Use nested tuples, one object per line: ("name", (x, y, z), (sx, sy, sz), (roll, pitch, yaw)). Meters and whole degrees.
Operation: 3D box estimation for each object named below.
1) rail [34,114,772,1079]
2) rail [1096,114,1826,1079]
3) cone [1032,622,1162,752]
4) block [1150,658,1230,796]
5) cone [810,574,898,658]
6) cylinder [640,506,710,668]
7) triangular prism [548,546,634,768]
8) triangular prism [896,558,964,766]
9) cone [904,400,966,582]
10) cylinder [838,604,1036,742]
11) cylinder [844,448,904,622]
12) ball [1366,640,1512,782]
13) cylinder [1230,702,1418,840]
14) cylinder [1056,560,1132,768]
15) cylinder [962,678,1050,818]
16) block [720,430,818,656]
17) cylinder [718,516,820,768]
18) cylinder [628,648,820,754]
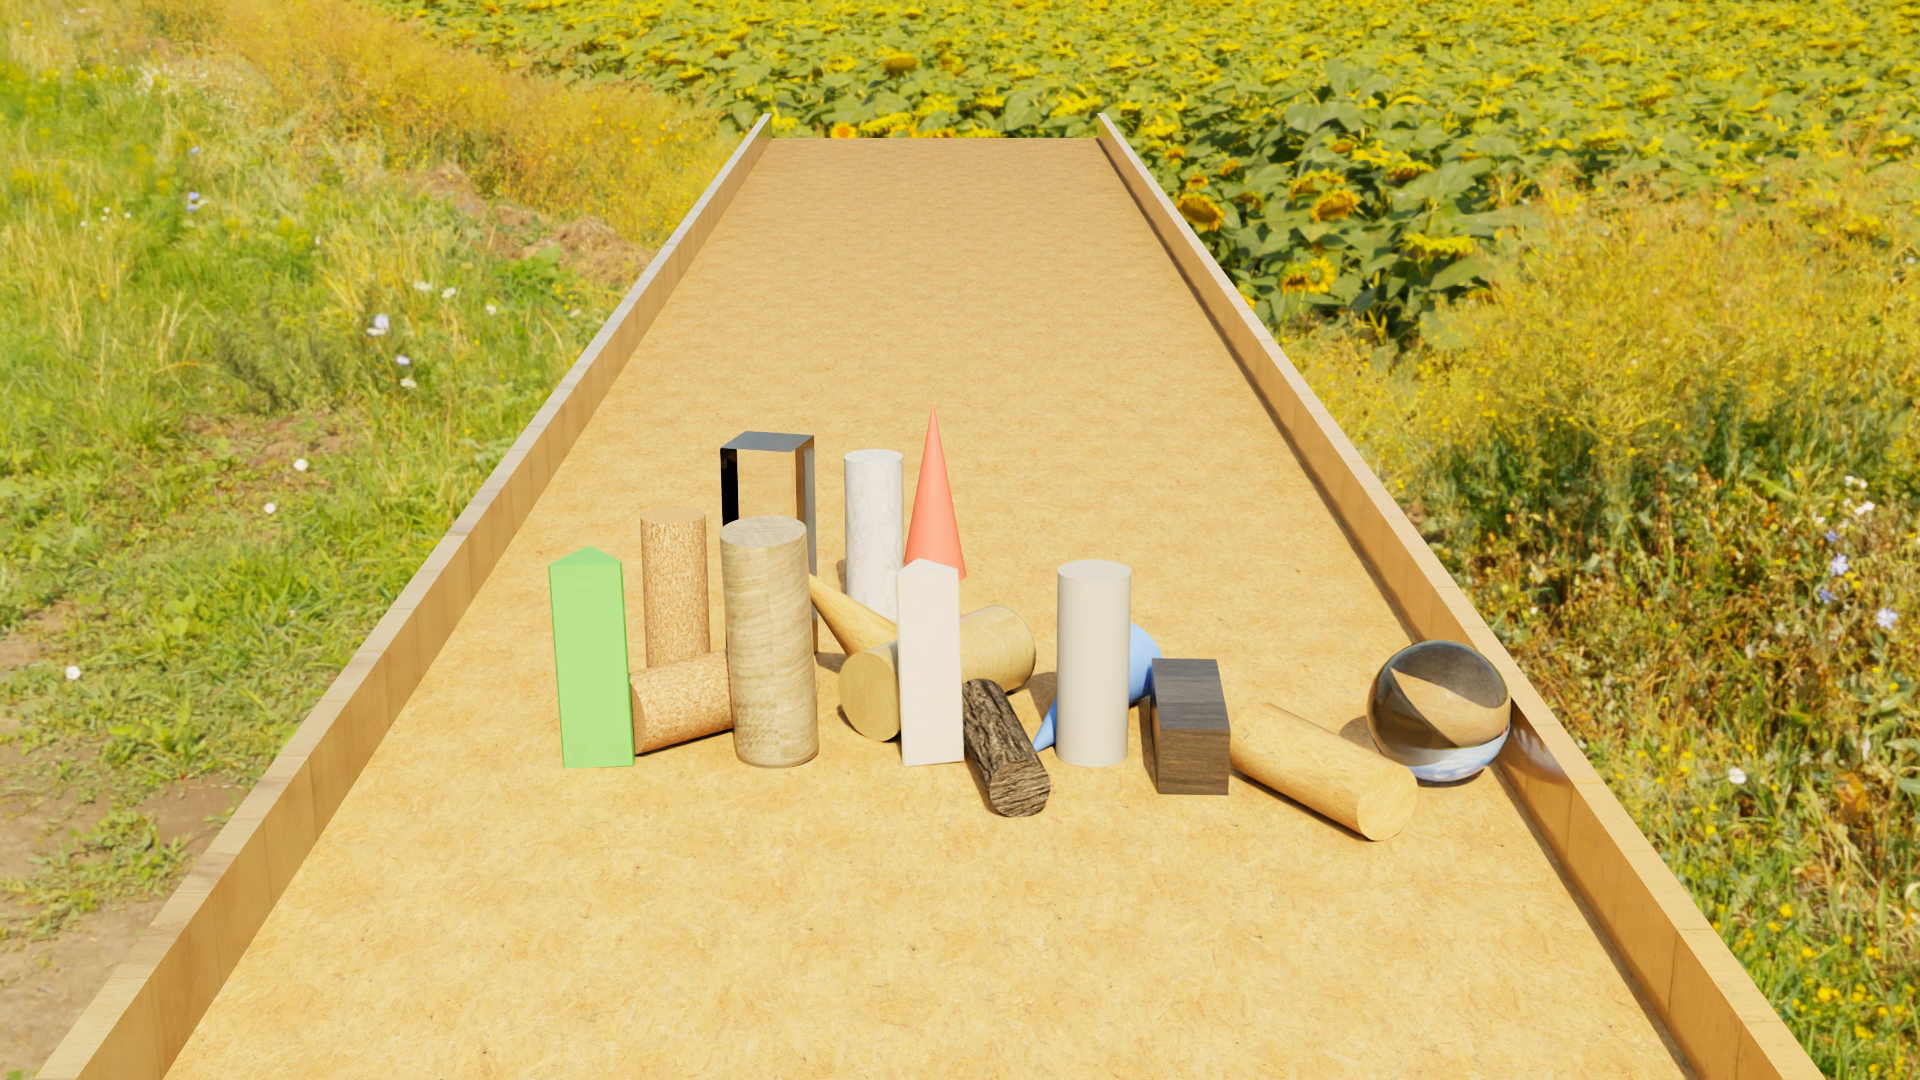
("rail", (-1.118, -0.838, 7.780), (0.050, 0.150, 12.000), (0, 17, -1))
("rail", (0.932, -0.844, 7.801), (0.050, 0.150, 12.000), (0, 17, -1))
("cone", (0.213, 0.307, 4.048), (0.172, 0.172, 0.371), (11, 33, 32))
("block", (0.406, 0.328, 3.914), (0.120, 0.120, 0.358), (1, 17, 2))
("cone", (-0.235, 0.133, 4.195), (0.134, 0.330, 0.134), (-30, 33, 23))
("cylinder", (-0.529, 0.136, 4.105), (0.120, 0.379, 0.120), (0, 17, 0))
("triangular prism", (-0.645, 0.205, 3.874), (0.124, 0.375, 0.107), (-2, 17, -5))
("triangular prism", (-0.060, 0.213, 3.889), (0.108, 0.350, 0.093), (-4, 15, -9))
("cone", (-0.059, -0.115, 4.900), (0.148, 0.407, 0.148), (0, 17, 0))
("cylinder", (-0.039, 0.245, 4.112), (0.167, 0.167, 0.365), (14, 22, 40))
("cylinder", (-0.180, -0.007, 4.633), (0.123, 0.351, 0.123), (0, 17, 0))
("ball", (0.827, 0.295, 3.800), (0.247, 0.247, 0.247), (0, 17, 0))
("cylinder", (0.605, 0.385, 3.699), (0.131, 0.131, 0.333), (-10, 19, -30))
("cylinder", (0.236, 0.218, 3.890), (0.130, 0.344, 0.130), (0, 17, 0))
("cylinder", (0.067, 0.358, 3.841), (0.104, 0.104, 0.394), (-3, 17, -9))
("block", (-0.375, 0.025, 4.350), (0.143, 0.452, 0.143), (4, 17, 14))
("cylinder", (-0.333, 0.180, 3.863), (0.150, 0.420, 0.150), (-2, 22, 1))
("cylinder", (-0.452, 0.279, 4.035), (0.374, 0.144, 0.144), (-13, 21, -37))
